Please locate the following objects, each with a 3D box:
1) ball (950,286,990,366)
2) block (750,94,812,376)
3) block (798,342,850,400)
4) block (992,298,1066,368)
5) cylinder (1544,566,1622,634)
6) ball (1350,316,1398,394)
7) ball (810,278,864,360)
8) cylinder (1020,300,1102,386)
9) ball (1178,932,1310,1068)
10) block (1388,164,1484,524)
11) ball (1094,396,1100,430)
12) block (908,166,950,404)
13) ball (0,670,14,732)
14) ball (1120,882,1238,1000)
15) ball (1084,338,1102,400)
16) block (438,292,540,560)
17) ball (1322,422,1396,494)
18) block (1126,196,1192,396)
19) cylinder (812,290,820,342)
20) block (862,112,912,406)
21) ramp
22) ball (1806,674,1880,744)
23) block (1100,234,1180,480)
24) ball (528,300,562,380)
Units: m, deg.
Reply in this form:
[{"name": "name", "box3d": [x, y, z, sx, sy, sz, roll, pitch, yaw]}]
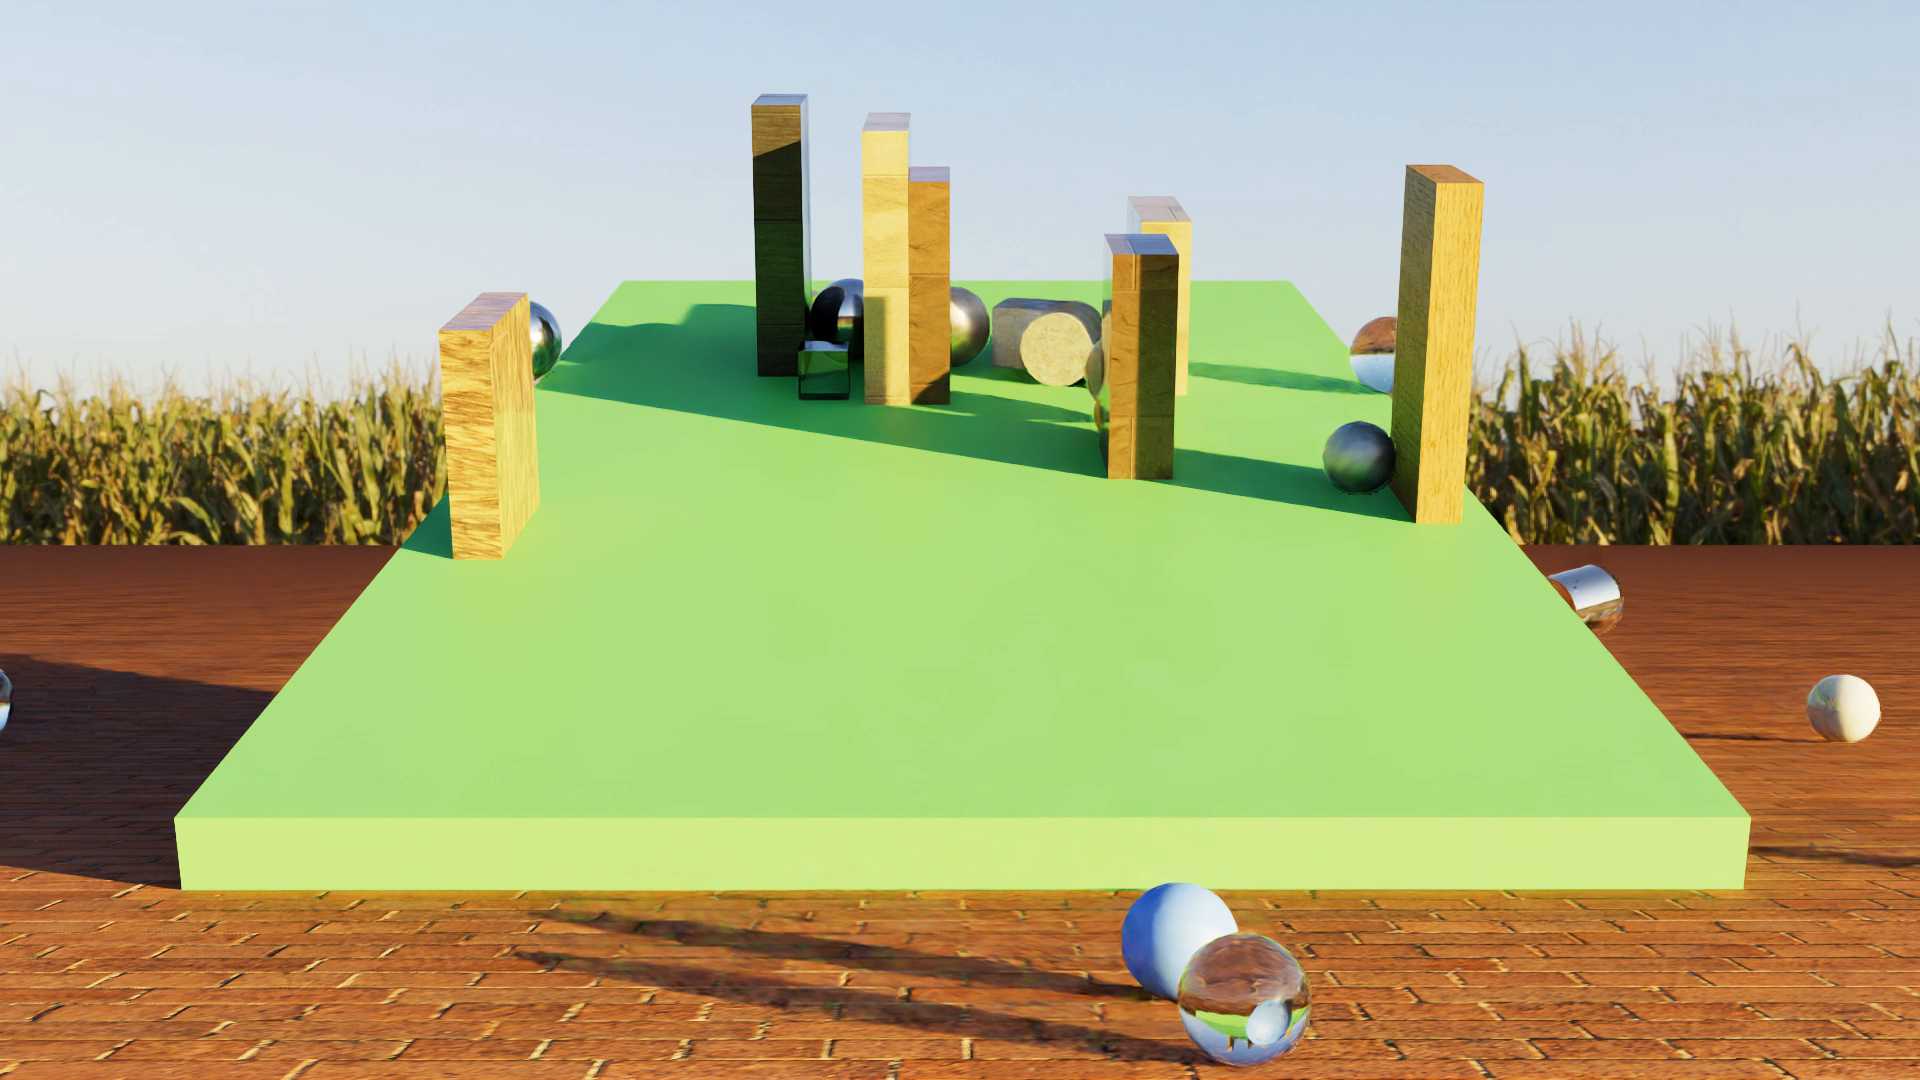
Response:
[{"name": "ball", "box3d": [-0.022, -0.528, 5.447, 0.195, 0.195, 0.195, 0, 0, 0]}, {"name": "block", "box3d": [-0.430, -0.745, 5.387, 0.115, 0.645, 0.297, 0, 16, 0]}, {"name": "block", "box3d": [-0.314, -0.393, 5.132, 0.114, 0.114, 0.114, 0, 16, 0]}, {"name": "block", "box3d": [0.171, -0.512, 5.480, 0.147, 0.147, 0.147, 5, 17, 16]}, {"name": "cylinder", "box3d": [1.346, 0.142, 4.868, 0.149, 0.149, 0.149, -12, 7, -34]}, {"name": "ball", "box3d": [0.998, -0.431, 5.149, 0.181, 0.181, 0.181, 0, 0, 0]}, {"name": "ball", "box3d": [-0.271, -0.549, 5.502, 0.204, 0.204, 0.204, 0, 0, 0]}, {"name": "cylinder", "box3d": [0.252, -0.470, 5.288, 0.175, 0.175, 0.175, 0, 16, 18]}, {"name": "ball", "box3d": [0.242, 0.392, 1.891, 0.113, 0.113, 0.113, 0, 0, 0]}, {"name": "block", "box3d": [0.889, -0.372, 4.154, 0.084, 0.629, 0.280, 0, 16, 0]}, {"name": "ball", "box3d": [0.342, -0.269, 4.709, 0.117, 0.117, 0.117, 0, 0, 0]}, {"name": "block", "box3d": [-0.069, -0.592, 5.116, 0.092, 0.505, 0.290, 0, 16, 0]}, {"name": "ball", "box3d": [-2.156, 0.350, 4.800, 0.195, 0.195, 0.195, 0, 0, 0]}, {"name": "ball", "box3d": [0.214, 0.391, 2.159, 0.115, 0.115, 0.115, 0, 0, 0]}, {"name": "ball", "box3d": [0.364, -0.366, 4.824, 0.185, 0.185, 0.185, 0, 0, 0]}, {"name": "block", "box3d": [-0.846, -0.213, 4.002, 0.085, 0.408, 0.371, 0, 16, 0]}, {"name": "ball", "box3d": [0.776, -0.161, 4.304, 0.140, 0.140, 0.140, 0, 0, 0]}, {"name": "block", "box3d": [0.469, -0.591, 5.291, 0.114, 0.404, 0.429, 0, 16, 0]}, {"name": "cylinder", "box3d": [-0.428, -0.563, 5.667, 0.138, 0.138, 0.138, 0, 16, 0]}, {"name": "block", "box3d": [-0.167, -0.663, 5.159, 0.101, 0.617, 0.420, 0, 16, 0]}, {"name": "ramp", "box3d": [-0.002, -0.166, 4.740, 2.000, 0.100, 4.000, 0, 16, 0]}, {"name": "ball", "box3d": [1.943, 0.371, 4.871, 0.152, 0.152, 0.152, 0, 0, 0]}, {"name": "block", "box3d": [0.360, -0.375, 4.478, 0.129, 0.451, 0.266, 0, 16, 0]}, {"name": "ball", "box3d": [-1.057, -0.479, 5.318, 0.202, 0.202, 0.202, 0, 0, 0]}]
